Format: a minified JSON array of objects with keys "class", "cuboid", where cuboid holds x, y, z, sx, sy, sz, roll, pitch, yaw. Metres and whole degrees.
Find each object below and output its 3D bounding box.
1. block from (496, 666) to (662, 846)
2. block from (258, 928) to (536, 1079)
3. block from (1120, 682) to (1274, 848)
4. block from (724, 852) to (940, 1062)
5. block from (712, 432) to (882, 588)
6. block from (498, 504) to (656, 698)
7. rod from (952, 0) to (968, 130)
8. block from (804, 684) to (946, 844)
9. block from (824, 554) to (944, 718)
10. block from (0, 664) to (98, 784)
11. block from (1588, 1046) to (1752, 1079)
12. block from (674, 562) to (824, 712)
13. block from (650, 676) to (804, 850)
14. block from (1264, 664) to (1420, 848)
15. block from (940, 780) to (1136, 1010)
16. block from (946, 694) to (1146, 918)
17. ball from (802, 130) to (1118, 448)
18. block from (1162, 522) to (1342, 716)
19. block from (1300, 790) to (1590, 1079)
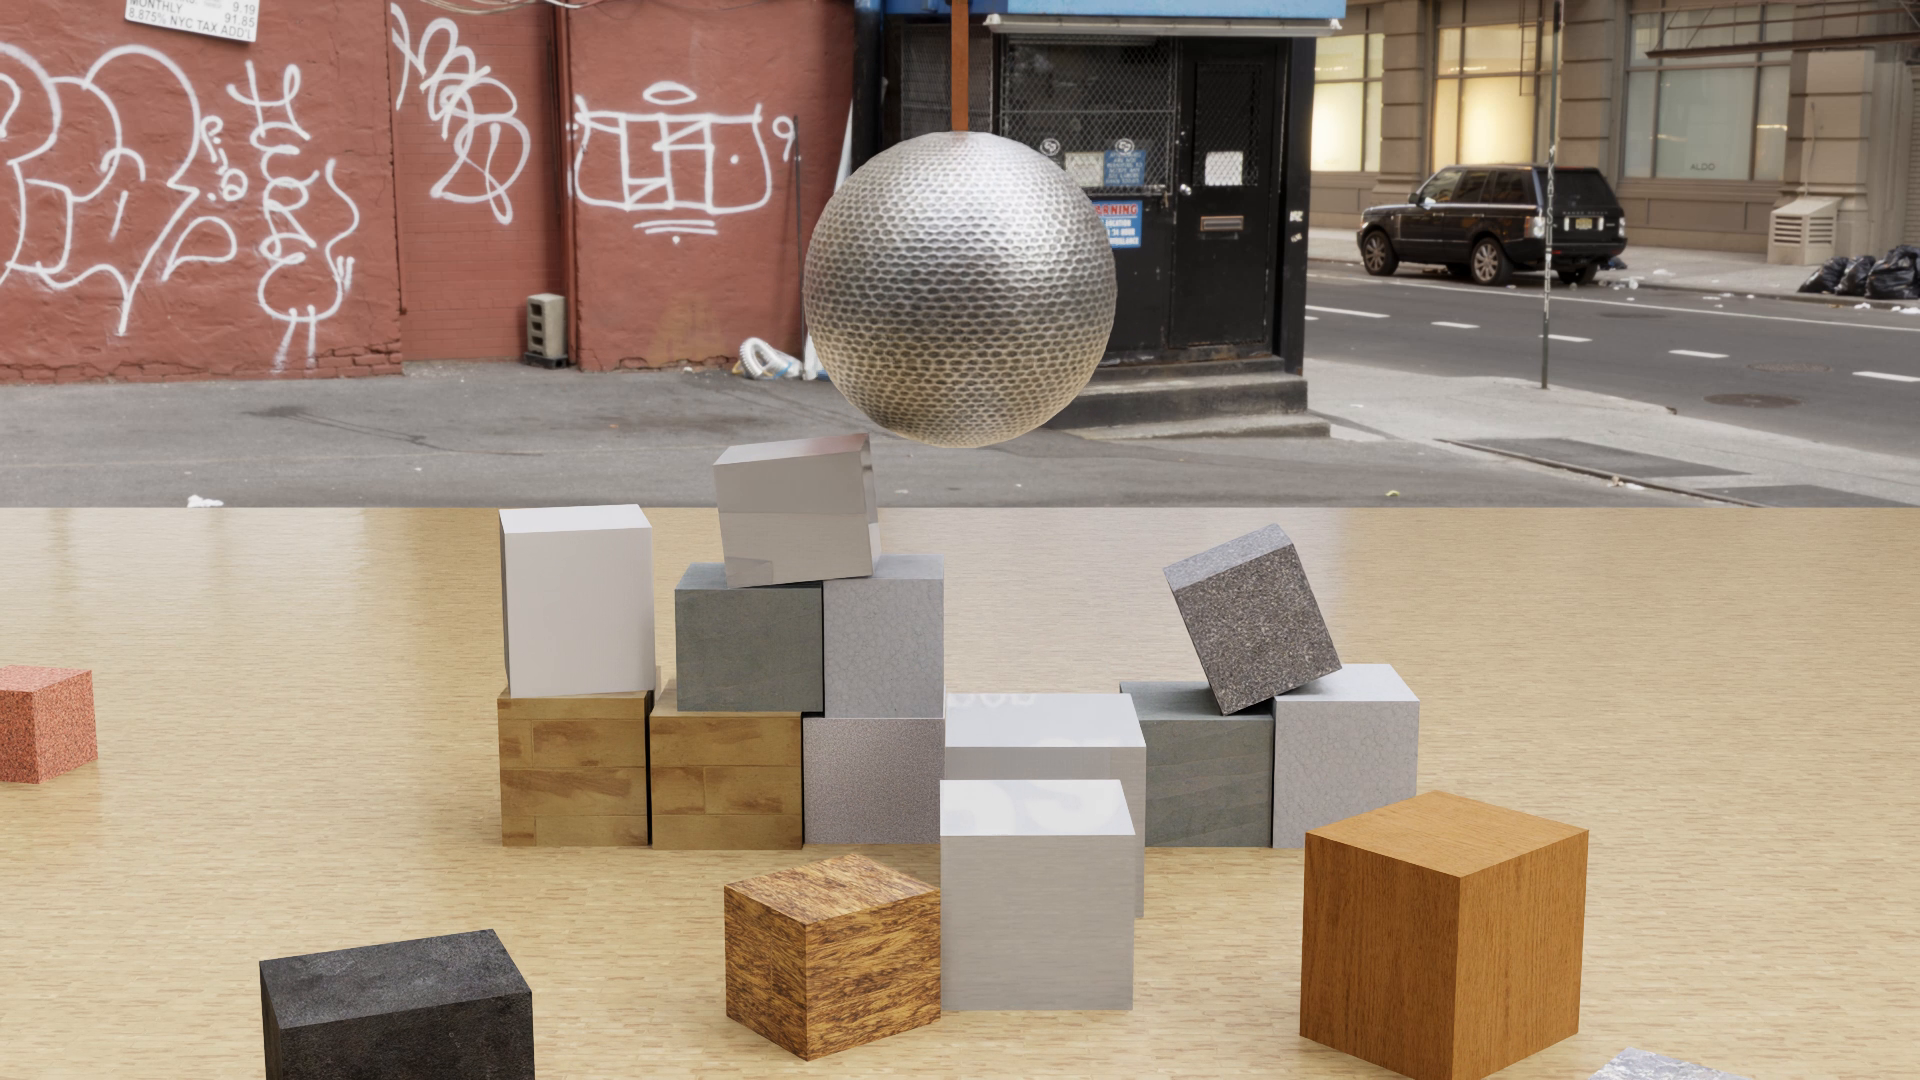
[{"class":"block","cuboid":[-1.942,1.103,11.350,0.729,0.768,0.695,0,10,-1]},{"class":"block","cuboid":[-1.920,1.828,7.509,0.806,0.717,0.644,-4,11,-23]},{"class":"block","cuboid":[1.206,1.150,11.399,0.710,0.659,0.796,0,10,0]},{"class":"block","cuboid":[-0.513,1.664,8.860,0.652,0.557,0.579,-8,13,-38]},{"class":"block","cuboid":[-0.812,-0.158,11.147,0.728,0.622,0.664,-5,10,2]},{"class":"block","cuboid":[-1.971,0.299,11.295,0.721,0.834,0.722,-3,11,-14]},{"class":"rod","cuboid":[0.000,-4.590,10.442,0.080,5.200,0.080,0,12,0]},{"class":"block","cuboid":[-0.430,1.153,11.403,0.710,0.652,0.695,0,10,0]},{"class":"block","cuboid":[-0.381,0.482,11.282,0.592,0.711,0.669,0,10,0]},{"class":"block","cuboid":[-5.279,1.034,12.415,0.529,0.524,0.528,3,11,14]},{"class":"block","cuboid":[2.127,2.027,6.334,0.769,0.745,0.757,8,13,38]},{"class":"block","cuboid":[-1.050,0.487,11.276,0.726,0.622,0.707,0,10,0]},{"class":"block","cuboid":[-1.167,1.138,11.370,0.746,0.692,0.842,0,10,0]},{"class":"block","cuboid":[1.927,1.104,11.363,0.710,0.763,0.784,0,10,0]},{"class":"block","cuboid":[0.310,1.486,9.306,0.786,0.746,0.778,0,10,-1]},{"class":"block","cuboid":[0.388,1.243,10.469,0.906,0.808,0.971,0,10,0]},{"class":"ball","cuboid":[0.000,-1.269,11.171,1.600,1.600,1.600,0,10,0]},{"class":"block","cuboid":[1.484,0.395,11.237,0.638,0.691,0.596,-22,10,4]},{"class":"block","cuboid":[1.906,1.552,8.675,0.848,0.842,0.725,-9,14,-41]}]
